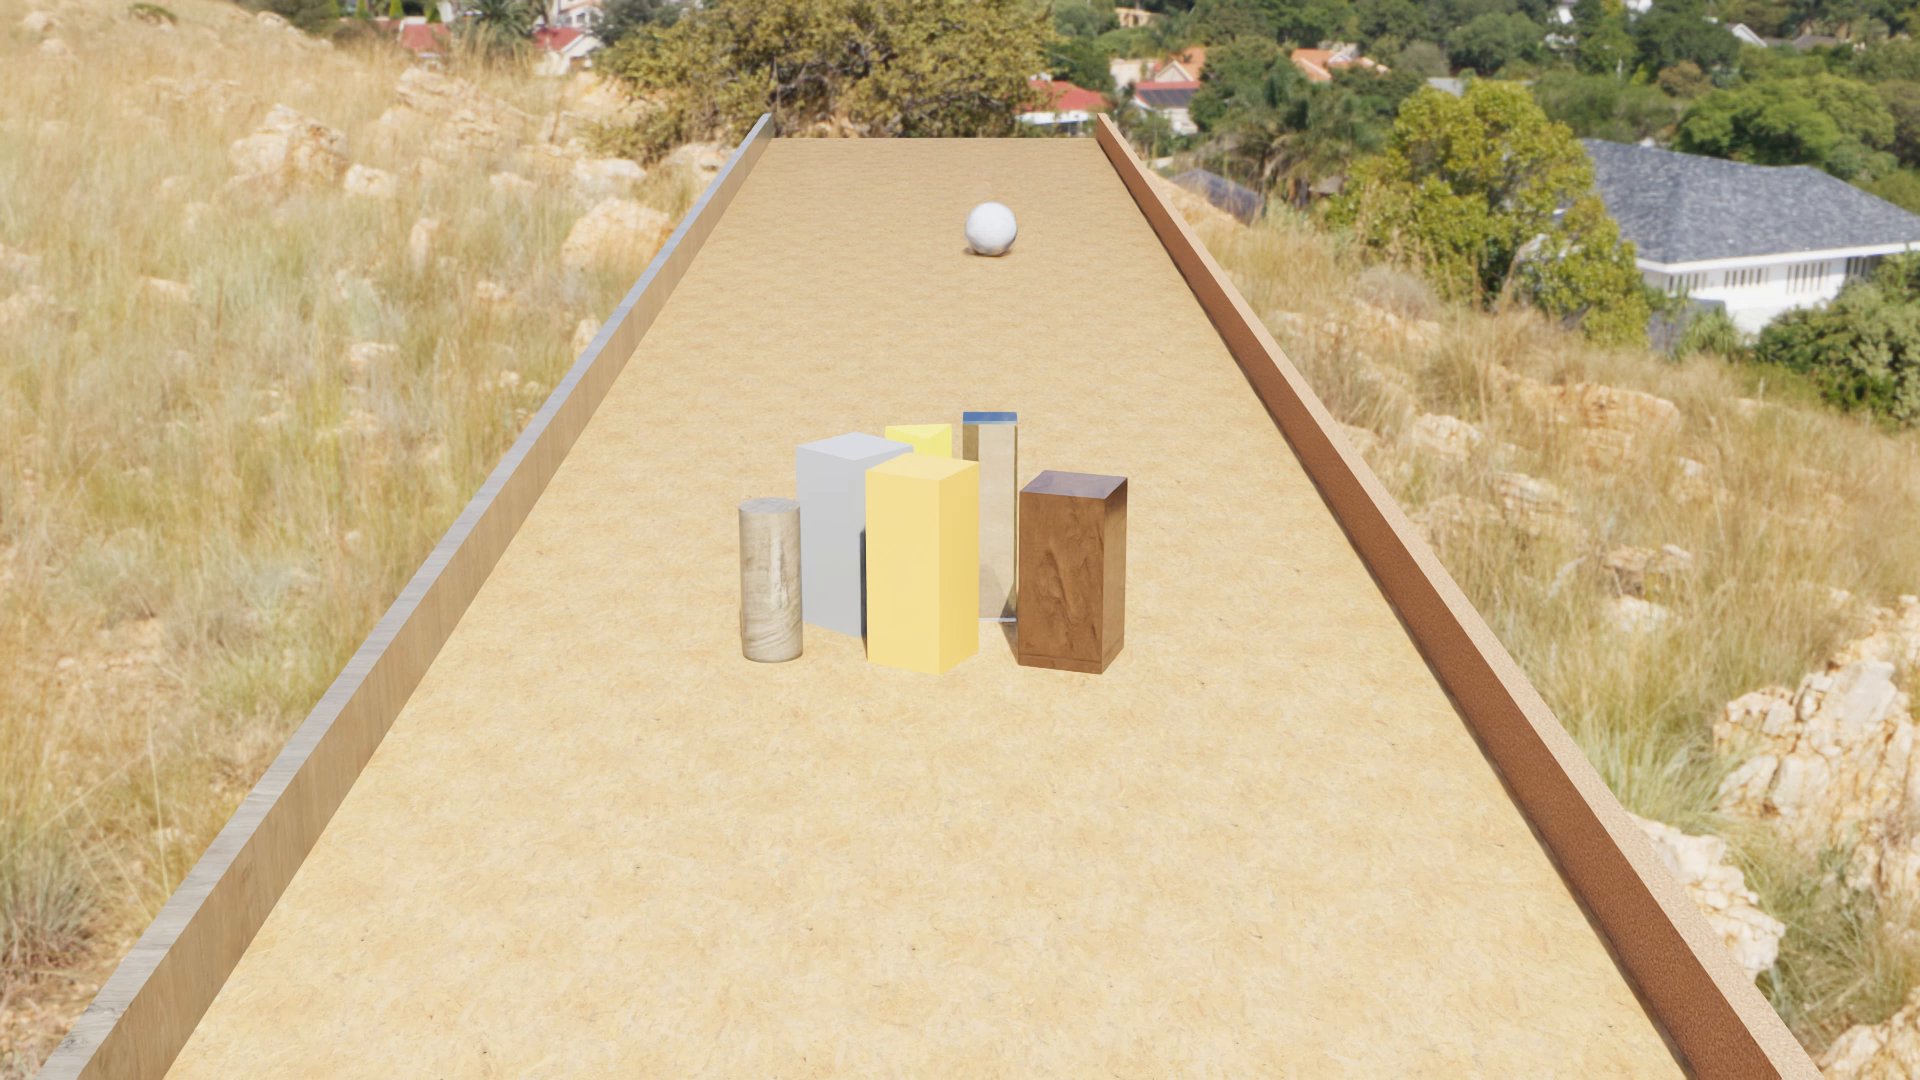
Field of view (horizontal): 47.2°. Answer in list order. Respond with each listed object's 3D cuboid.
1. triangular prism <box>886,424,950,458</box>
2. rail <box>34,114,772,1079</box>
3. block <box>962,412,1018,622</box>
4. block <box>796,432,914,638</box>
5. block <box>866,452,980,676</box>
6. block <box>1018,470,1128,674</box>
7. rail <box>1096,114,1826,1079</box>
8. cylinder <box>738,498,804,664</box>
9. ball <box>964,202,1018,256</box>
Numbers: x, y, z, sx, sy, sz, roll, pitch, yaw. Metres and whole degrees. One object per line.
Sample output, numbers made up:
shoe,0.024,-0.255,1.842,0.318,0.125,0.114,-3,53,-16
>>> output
triangular prism,-0.069,-0.078,4.876,0.126,0.349,0.145,-13,21,-38
rail,-1.118,-0.838,7.780,0.050,0.150,12.000,0,17,-1
block,0.063,-0.049,4.641,0.114,0.428,0.114,0,17,0
block,-0.218,-0.013,4.606,0.173,0.380,0.173,15,22,41
block,-0.073,0.045,4.379,0.164,0.397,0.164,9,19,27
block,0.225,0.062,4.386,0.173,0.360,0.173,6,17,18
rail,0.932,-0.844,7.801,0.050,0.150,12.000,0,17,-1
cylinder,-0.379,0.081,4.411,0.123,0.311,0.123,0,17,0
ball,0.130,-1.306,9.226,0.224,0.224,0.224,0,17,0
